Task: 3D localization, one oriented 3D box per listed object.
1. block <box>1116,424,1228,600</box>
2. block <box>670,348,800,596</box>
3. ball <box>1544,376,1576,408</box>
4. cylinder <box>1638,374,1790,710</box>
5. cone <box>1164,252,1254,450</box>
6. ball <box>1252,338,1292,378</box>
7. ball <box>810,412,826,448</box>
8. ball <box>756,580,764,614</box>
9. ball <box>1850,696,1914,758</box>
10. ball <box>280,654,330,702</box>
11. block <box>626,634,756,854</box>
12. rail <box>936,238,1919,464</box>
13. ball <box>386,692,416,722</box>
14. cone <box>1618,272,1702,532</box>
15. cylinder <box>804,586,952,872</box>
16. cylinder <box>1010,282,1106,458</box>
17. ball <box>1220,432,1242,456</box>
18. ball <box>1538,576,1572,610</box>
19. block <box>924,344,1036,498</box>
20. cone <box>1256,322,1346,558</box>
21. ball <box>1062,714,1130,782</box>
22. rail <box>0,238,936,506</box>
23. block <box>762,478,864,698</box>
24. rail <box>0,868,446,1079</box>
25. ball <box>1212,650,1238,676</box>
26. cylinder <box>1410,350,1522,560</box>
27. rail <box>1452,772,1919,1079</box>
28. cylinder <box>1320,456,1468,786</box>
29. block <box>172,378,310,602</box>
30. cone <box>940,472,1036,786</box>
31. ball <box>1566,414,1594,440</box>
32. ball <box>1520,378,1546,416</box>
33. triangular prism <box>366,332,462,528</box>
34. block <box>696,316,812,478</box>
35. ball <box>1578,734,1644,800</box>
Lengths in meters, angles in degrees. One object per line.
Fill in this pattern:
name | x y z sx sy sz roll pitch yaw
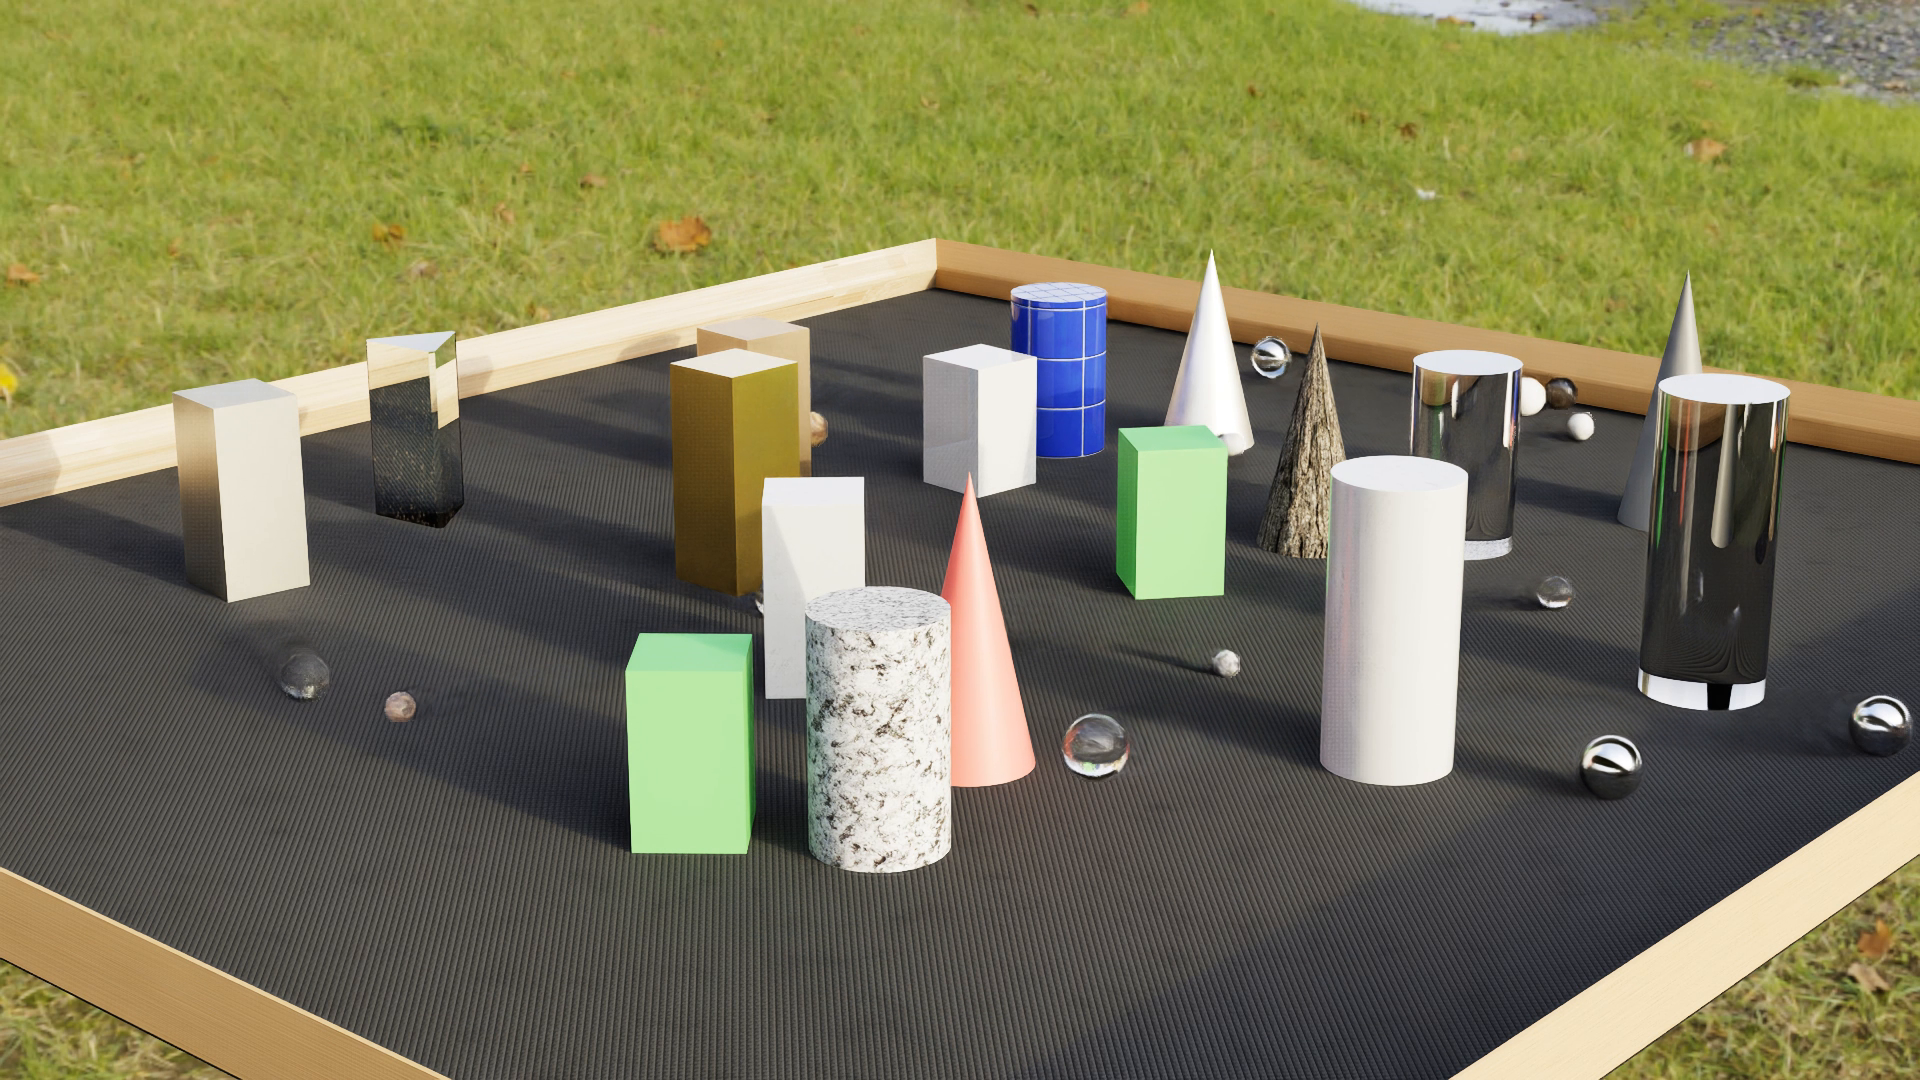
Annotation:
block | 0.371 -0.050 5.157 0.158 0.267 0.158 -3 17 -9
block | -0.394 -0.121 5.171 0.158 0.393 0.158 15 22 40
ball | 1.309 -0.321 6.397 0.070 0.070 0.070 0 17 0
cylinder | 1.179 0.002 4.594 0.197 0.492 0.197 0 17 0
cone | 0.516 -0.402 6.075 0.197 0.409 0.197 0 17 0
ball | 0.709 -0.415 6.674 0.089 0.089 0.089 0 17 0
ball | -0.316 -0.230 6.082 0.076 0.076 0.076 0 17 0
ball | -0.308 0.098 4.987 0.079 0.079 0.079 0 17 0
ball | 1.374 0.278 4.371 0.092 0.092 0.092 0 17 0
ball | -1.029 0.216 4.604 0.076 0.076 0.076 0 17 0
block | -0.371 0.281 4.062 0.158 0.265 0.158 0 17 1
rail | 1.250 -0.383 6.498 3.521 0.128 0.045 14 22 39
ball | -0.863 0.257 4.519 0.047 0.047 0.047 0 17 0
cone | 1.351 -0.271 5.507 0.197 0.487 0.197 0 17 0
cylinder | -0.111 0.257 4.005 0.197 0.343 0.197 0 17 0
cylinder | 0.203 -0.352 6.054 0.197 0.326 0.197 0 17 0
ball | 0.555 -0.197 6.018 0.050 0.050 0.050 0 17 0
ball | 1.024 0.092 5.044 0.059 0.059 0.059 0 17 0
block | 0.039 -0.237 5.795 0.158 0.256 0.158 -15 22 -41
cone | 0.649 -0.197 5.375 0.197 0.422 0.197 0 17 0
ball | 0.198 0.303 4.278 0.098 0.098 0.098 0 17 0
rail | -1.311 -0.297 6.210 0.045 0.128 3.860 14 22 39
block | -0.230 0.075 4.654 0.158 0.317 0.158 -1 17 -2
rail | -1.250 0.447 3.742 3.521 0.128 0.045 14 22 39
ball | 0.426 0.198 4.720 0.043 0.043 0.043 0 17 0
cylinder | 0.923 -0.157 5.375 0.197 0.346 0.197 0 17 0
rail | 1.311 0.361 4.030 0.045 0.128 3.860 14 22 39
cylinder | 0.634 0.116 4.297 0.197 0.444 0.197 0 17 0
block | -1.262 -0.089 5.147 0.158 0.346 0.158 -14 22 -38
cone | 0.014 0.115 4.292 0.197 0.448 0.197 0 17 0
ball | 1.299 -0.237 6.139 0.057 0.057 0.057 0 17 0
ball | 1.224 -0.310 6.335 0.083 0.083 0.083 0 17 0
triangular prism | -1.006 -0.217 5.581 0.171 0.341 0.148 11 20 33
block | -0.409 -0.273 5.830 0.158 0.304 0.158 -15 23 -41
ball | 0.935 0.326 4.209 0.093 0.093 0.093 0 17 0
